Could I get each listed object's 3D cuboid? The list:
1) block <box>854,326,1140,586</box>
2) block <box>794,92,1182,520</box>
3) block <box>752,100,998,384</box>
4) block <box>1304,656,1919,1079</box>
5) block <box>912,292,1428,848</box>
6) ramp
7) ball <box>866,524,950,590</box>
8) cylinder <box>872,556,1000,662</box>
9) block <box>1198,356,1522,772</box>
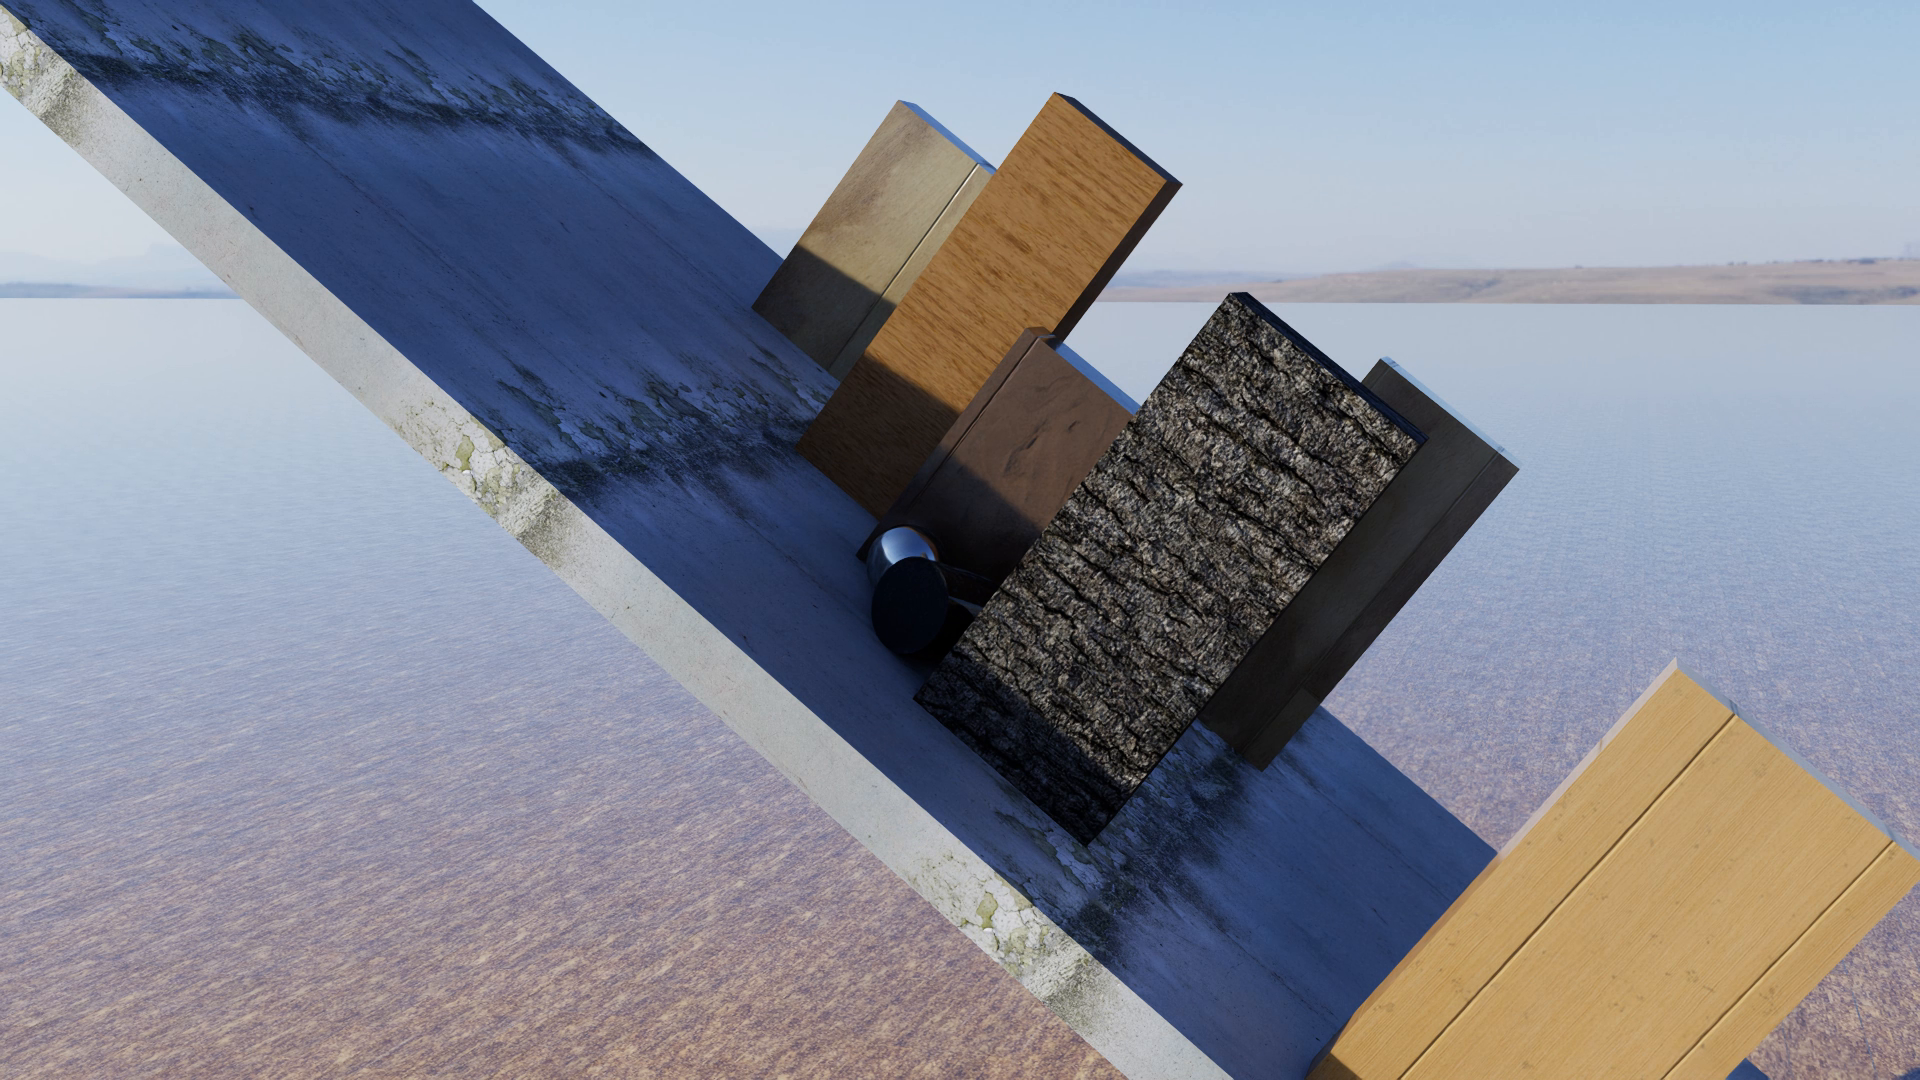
[{"bbox_3d":[0.145,-0.029,3.684,0.435,0.490,0.109,40,16,9],"label":"block"},{"bbox_3d":[0.046,-0.397,3.943,0.252,0.794,0.143,40,16,9],"label":"block"},{"bbox_3d":[-0.098,-0.557,4.556,0.441,0.534,0.116,40,16,9],"label":"block"},{"bbox_3d":[0.877,0.587,3.002,0.401,0.780,0.095,40,16,9],"label":"block"},{"bbox_3d":[0.308,0.046,3.292,0.346,0.781,0.147,40,16,9],"label":"block"},{"bbox_3d":[-0.033,0.088,4.055,4.000,0.100,2.000,40,16,9],"label":"ramp"},{"bbox_3d":[-0.087,0.042,3.634,0.137,0.137,0.137,0,7,0],"label":"ball"},{"bbox_3d":[-0.032,0.116,3.511,0.155,0.155,0.155,6,-7,39],"label":"cylinder"},{"bbox_3d":[0.692,0.048,4.170,0.322,0.748,0.127,40,16,9],"label":"block"}]
